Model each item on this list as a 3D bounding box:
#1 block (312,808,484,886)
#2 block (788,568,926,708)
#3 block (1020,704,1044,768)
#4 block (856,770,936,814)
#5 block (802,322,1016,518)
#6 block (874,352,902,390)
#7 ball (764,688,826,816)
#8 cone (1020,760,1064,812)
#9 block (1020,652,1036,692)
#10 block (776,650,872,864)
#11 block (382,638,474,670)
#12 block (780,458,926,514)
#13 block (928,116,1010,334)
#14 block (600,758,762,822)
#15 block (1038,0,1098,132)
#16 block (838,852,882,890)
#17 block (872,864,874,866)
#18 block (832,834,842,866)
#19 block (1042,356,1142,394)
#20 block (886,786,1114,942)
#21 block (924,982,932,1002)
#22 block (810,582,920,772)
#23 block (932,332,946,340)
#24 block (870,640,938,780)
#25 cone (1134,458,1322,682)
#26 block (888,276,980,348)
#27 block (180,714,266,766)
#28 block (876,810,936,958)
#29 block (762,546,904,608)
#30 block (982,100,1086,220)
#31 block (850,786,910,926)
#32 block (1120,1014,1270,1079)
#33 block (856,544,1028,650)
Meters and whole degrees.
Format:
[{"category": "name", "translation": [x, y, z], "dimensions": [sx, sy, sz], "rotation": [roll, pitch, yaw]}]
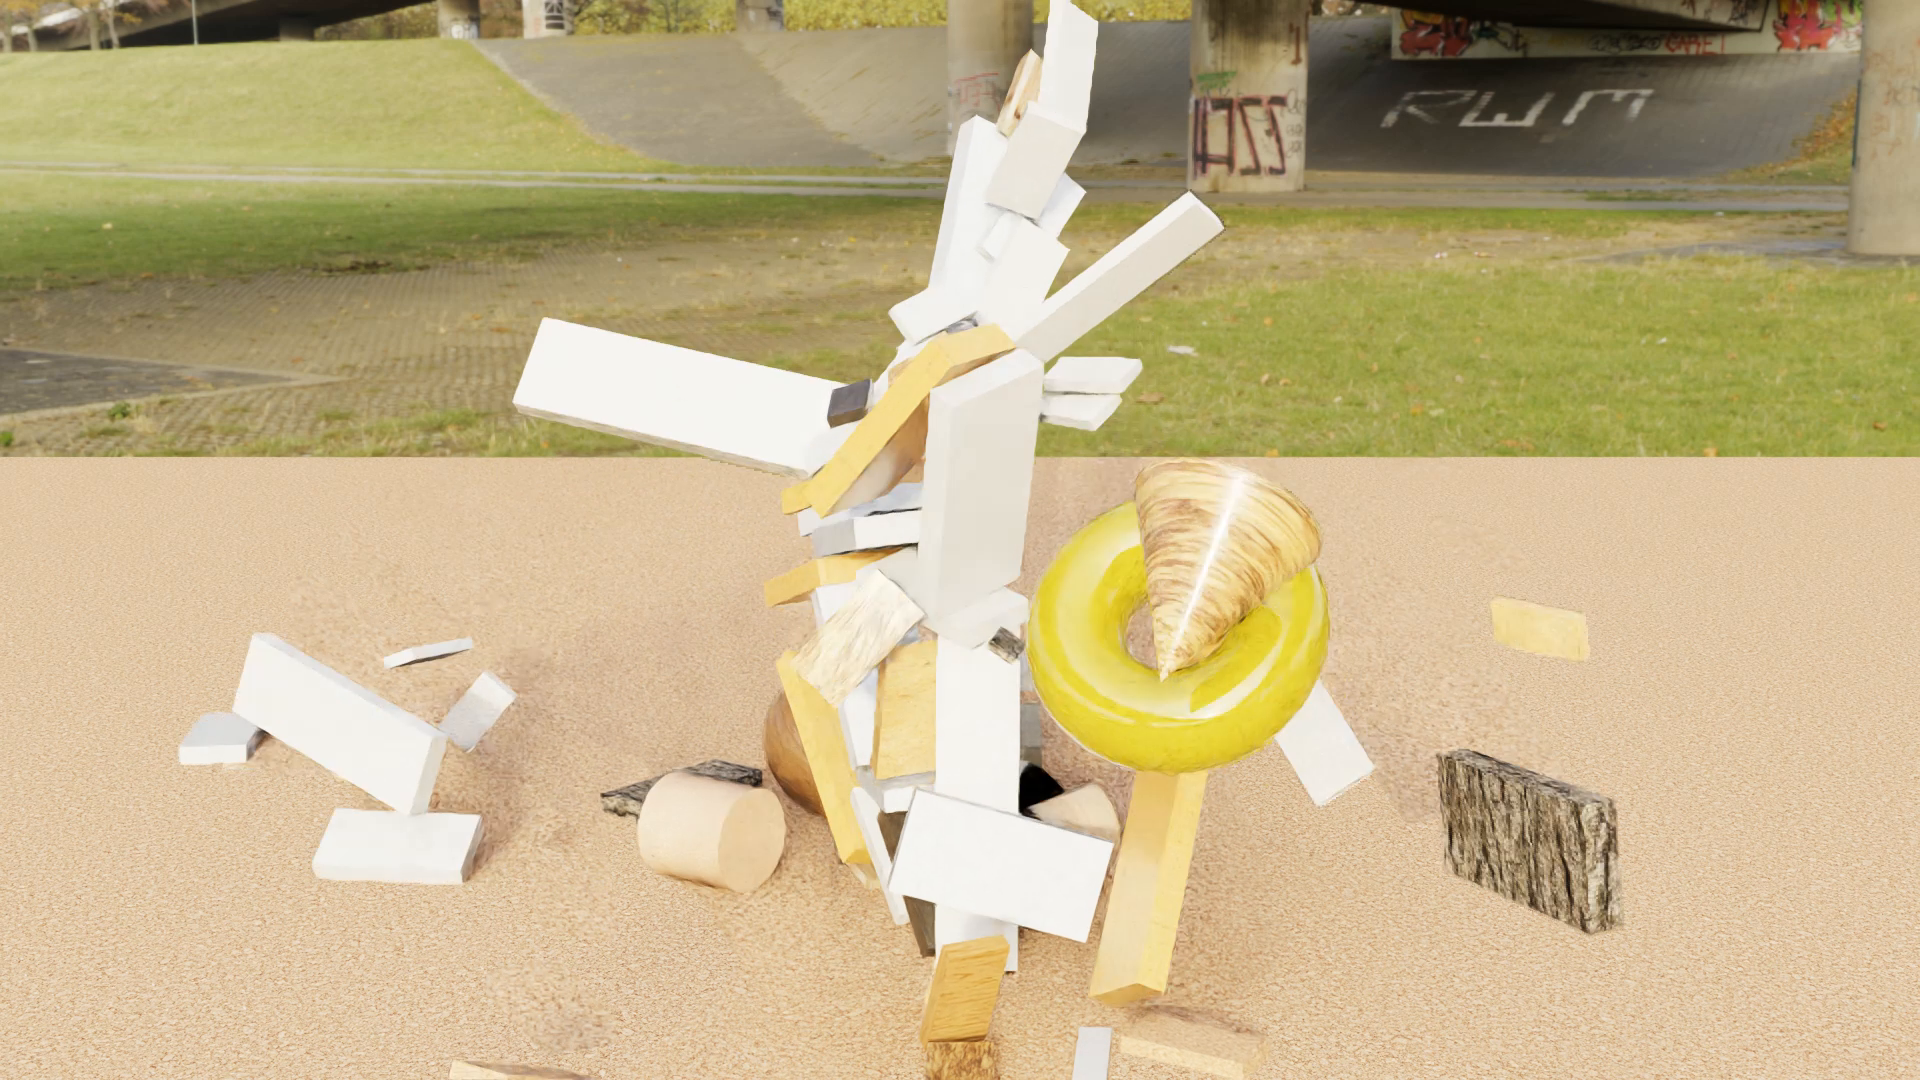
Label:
[{"category": "block", "translation": [-0.959, 0.524, 3.758], "dimensions": [0.258, 0.037, 0.129], "rotation": [2, 39, 6]}, {"category": "block", "translation": [-0.150, 0.143, 3.207], "dimensions": [0.095, 0.190, 0.027], "rotation": [44, 2, 4]}, {"category": "block", "translation": [0.079, 0.389, 4.378], "dimensions": [0.161, 0.046, 0.322], "rotation": [0, 11, 0]}, {"category": "block", "translation": [-0.086, 0.390, 3.566], "dimensions": [0.124, 0.035, 0.247], "rotation": [-8, 7, -12]}, {"category": "block", "translation": [-0.074, -0.170, 3.133], "dimensions": [0.334, 0.047, 0.167], "rotation": [-47, -15, 34]}, {"category": "block", "translation": [-0.110, -0.225, 4.050], "dimensions": [0.167, 0.047, 0.334], "rotation": [21, 65, 38]}, {"category": "ball", "translation": [-0.217, 0.368, 4.072], "dimensions": [0.290, 0.290, 0.290], "rotation": [0, 11, 0]}, {"category": "cone", "translation": [0.070, 0.515, 3.777], "dimensions": [0.242, 0.242, 0.242], "rotation": [0, -16, 0]}, {"category": "block", "translation": [0.085, 0.294, 5.140], "dimensions": [0.161, 0.046, 0.322], "rotation": [-6, 12, -29]}, {"category": "block", "translation": [-0.186, 0.370, 3.776], "dimensions": [0.154, 0.044, 0.403], "rotation": [7, 48, -38]}, {"category": "block", "translation": [-1.009, 0.215, 4.176], "dimensions": [0.079, 0.022, 0.157], "rotation": [-18, -4, 31]}, {"category": "block", "translation": [-0.165, -0.089, 3.678], "dimensions": [0.145, 0.041, 0.291], "rotation": [-4, -6, -34]}, {"category": "block", "translation": [0.055, -0.477, 3.472], "dimensions": [0.173, 0.346, 0.049], "rotation": [20, -21, -28]}, {"category": "block", "translation": [-0.526, 0.477, 4.178], "dimensions": [0.129, 0.037, 0.299], "rotation": [8, 13, 38]}, {"category": "block", "translation": [0.173, -0.757, 3.518], "dimensions": [0.027, 0.190, 0.095], "rotation": [-2, -15, 39]}, {"category": "block", "translation": [-0.154, 0.553, 3.748], "dimensions": [0.062, 0.018, 0.124], "rotation": [-6, 24, -28]}, {"category": "block", "translation": [-0.126, 0.540, 3.728], "dimensions": [0.062, 0.018, 0.124], "rotation": [13, 14, -30]}, {"category": "block", "translation": [-0.138, 0.521, 3.848], "dimensions": [0.165, 0.023, 0.082], "rotation": [-3, 51, -15]}, {"category": "block", "translation": [0.195, -0.245, 3.246], "dimensions": [0.134, 0.019, 0.067], "rotation": [5, 37, 35]}, {"category": "block", "translation": [0.060, 0.485, 3.289], "dimensions": [0.307, 0.153, 0.043], "rotation": [16, 0, -6]}, {"category": "block", "translation": [-0.003, 0.666, 3.227], "dimensions": [0.091, 0.013, 0.045], "rotation": [1, 11, 7]}, {"category": "block", "translation": [-0.135, 0.218, 3.638], "dimensions": [0.154, 0.309, 0.044], "rotation": [-9, -18, -19]}, {"category": "block", "translation": [0.030, -0.387, 3.904], "dimensions": [0.093, 0.186, 0.026], "rotation": [41, 17, 21]}, {"category": "block", "translation": [-0.068, 0.264, 3.432], "dimensions": [0.125, 0.249, 0.035], "rotation": [-8, 41, -17]}, {"category": "cone", "translation": [0.276, 0.069, 2.589], "dimensions": [0.237, 0.237, 0.237], "rotation": [20, -27, 11]}, {"category": "block", "translation": [-0.037, -0.333, 3.196], "dimensions": [0.125, 0.063, 0.018], "rotation": [-31, -7, -31]}, {"category": "block", "translation": [-1.519, 0.409, 4.545], "dimensions": [0.129, 0.037, 0.258], "rotation": [-1, 11, -8]}, {"category": "block", "translation": [-0.034, 0.528, 3.455], "dimensions": [0.124, 0.035, 0.247], "rotation": [-5, 57, -25]}, {"category": "block", "translation": [-0.219, 0.065, 3.785], "dimensions": [0.154, 0.044, 0.309], "rotation": [-8, -5, -23]}, {"category": "block", "translation": [0.110, -0.570, 3.314], "dimensions": [0.091, 0.182, 0.026], "rotation": [21, 47, -10]}, {"category": "block", "translation": [-0.082, 0.505, 3.596], "dimensions": [0.124, 0.035, 0.247], "rotation": [-9, 52, -20]}, {"category": "block", "translation": [0.323, 0.697, 3.024], "dimensions": [0.182, 0.026, 0.091], "rotation": [6, 12, 30]}, {"category": "block", "translation": [-0.028, 0.083, 3.334], "dimensions": [0.125, 0.035, 0.249], "rotation": [-24, 36, -37]}]
